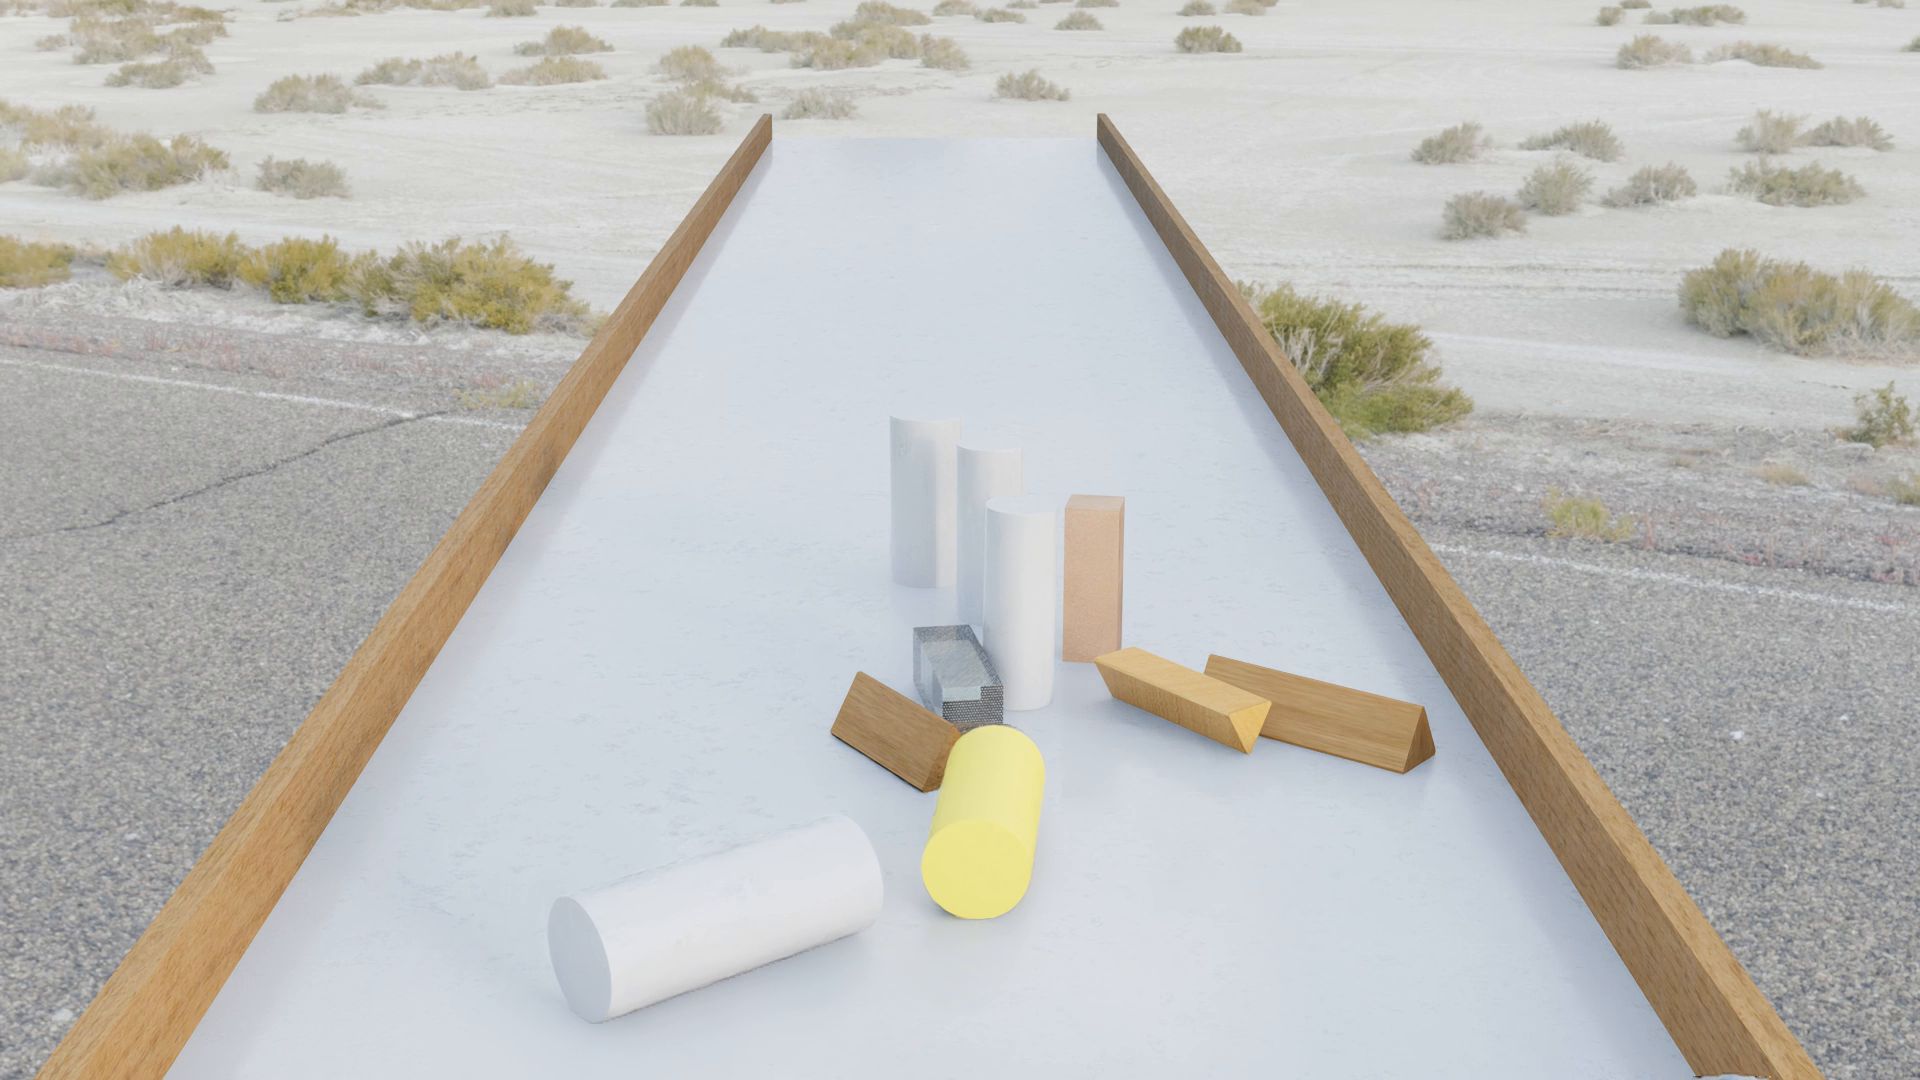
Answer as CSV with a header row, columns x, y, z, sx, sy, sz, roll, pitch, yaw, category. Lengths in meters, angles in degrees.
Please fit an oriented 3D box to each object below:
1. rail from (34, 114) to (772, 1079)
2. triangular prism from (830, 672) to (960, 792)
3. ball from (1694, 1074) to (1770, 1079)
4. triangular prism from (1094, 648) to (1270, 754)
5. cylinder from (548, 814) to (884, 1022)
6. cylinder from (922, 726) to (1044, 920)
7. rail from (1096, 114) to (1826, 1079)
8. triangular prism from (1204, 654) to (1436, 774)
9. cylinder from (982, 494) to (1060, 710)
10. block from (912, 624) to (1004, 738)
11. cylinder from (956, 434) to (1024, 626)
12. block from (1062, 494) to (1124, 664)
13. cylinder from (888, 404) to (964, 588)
x,y,z,sx,sy,sz,roll,pitch,yaw,category
-1.118,-0.838,7.780,0.050,0.150,12.000,0,17,-1,rail
-0.098,0.331,3.912,0.126,0.109,0.322,-11,20,-31,triangular prism
0.812,0.714,2.278,0.312,0.312,0.312,0,17,0,ball
0.416,0.276,4.066,0.089,0.102,0.369,-43,35,-21,triangular prism
-0.343,0.531,3.129,0.450,0.178,0.178,-13,21,-37,cylinder
0.041,0.438,3.467,0.163,0.163,0.383,2,17,5,cylinder
0.932,-0.844,7.801,0.050,0.150,12.000,0,17,-1,rail
0.641,0.304,4.006,0.440,0.107,0.123,13,21,37,triangular prism
0.113,0.118,4.153,0.138,0.384,0.138,1,16,0,cylinder
-0.007,0.268,4.129,0.111,0.111,0.344,-3,17,-10,block
0.064,-0.021,4.631,0.142,0.379,0.142,0,17,0,cylinder
0.268,0.078,4.404,0.108,0.319,0.108,3,17,9,block
-0.074,-0.098,4.892,0.165,0.379,0.165,0,17,0,cylinder
